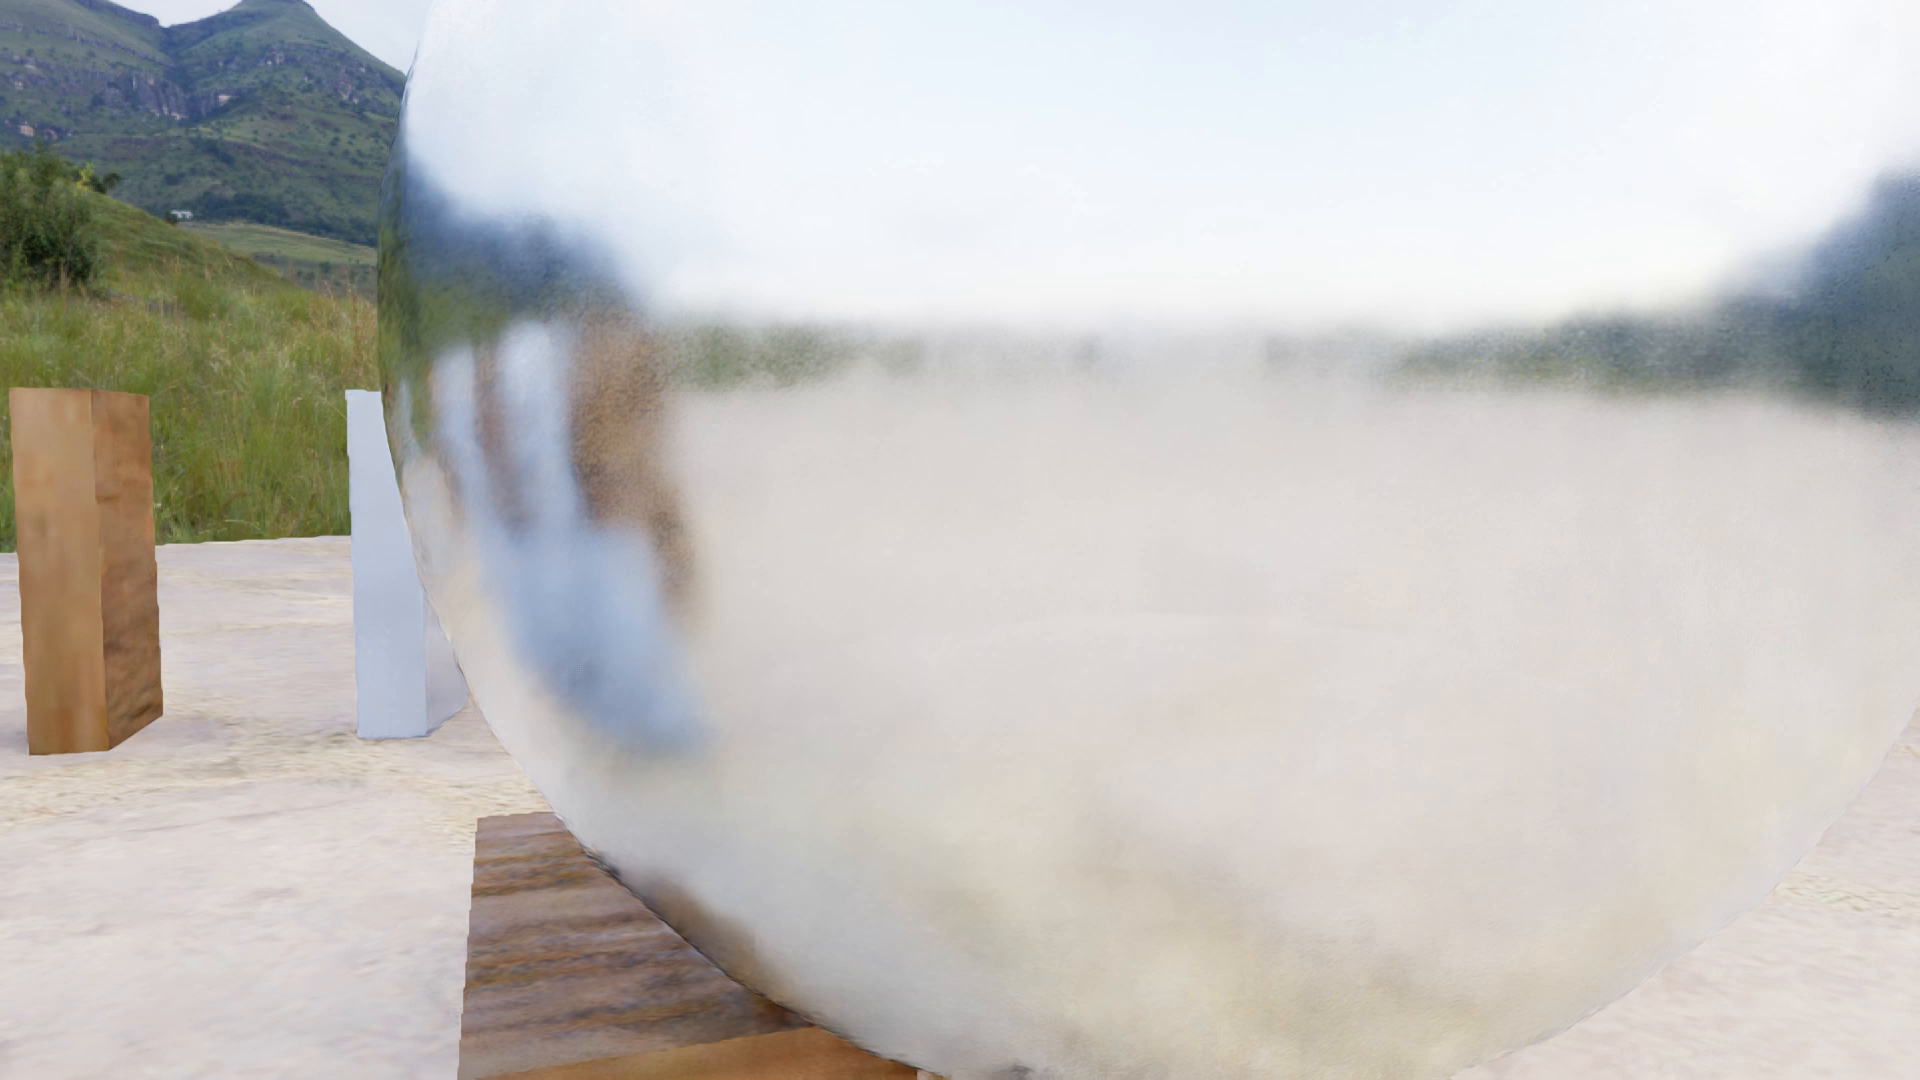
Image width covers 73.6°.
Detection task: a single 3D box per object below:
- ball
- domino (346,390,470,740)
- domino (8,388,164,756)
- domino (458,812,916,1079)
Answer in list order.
[{"bbox_3d":[0.010,-0.011,0.074,0.080,0.080,0.080,0,4,0],"label":"ball"},{"bbox_3d":[-0.084,0.003,0.196,0.009,0.050,0.025,-1,4,-8],"label":"domino"},{"bbox_3d":[-0.126,0.004,0.187,0.009,0.050,0.025,-1,4,-17],"label":"domino"},{"bbox_3d":[-0.023,0.031,0.095,0.025,0.010,0.050,-2,5,-19],"label":"domino"}]
